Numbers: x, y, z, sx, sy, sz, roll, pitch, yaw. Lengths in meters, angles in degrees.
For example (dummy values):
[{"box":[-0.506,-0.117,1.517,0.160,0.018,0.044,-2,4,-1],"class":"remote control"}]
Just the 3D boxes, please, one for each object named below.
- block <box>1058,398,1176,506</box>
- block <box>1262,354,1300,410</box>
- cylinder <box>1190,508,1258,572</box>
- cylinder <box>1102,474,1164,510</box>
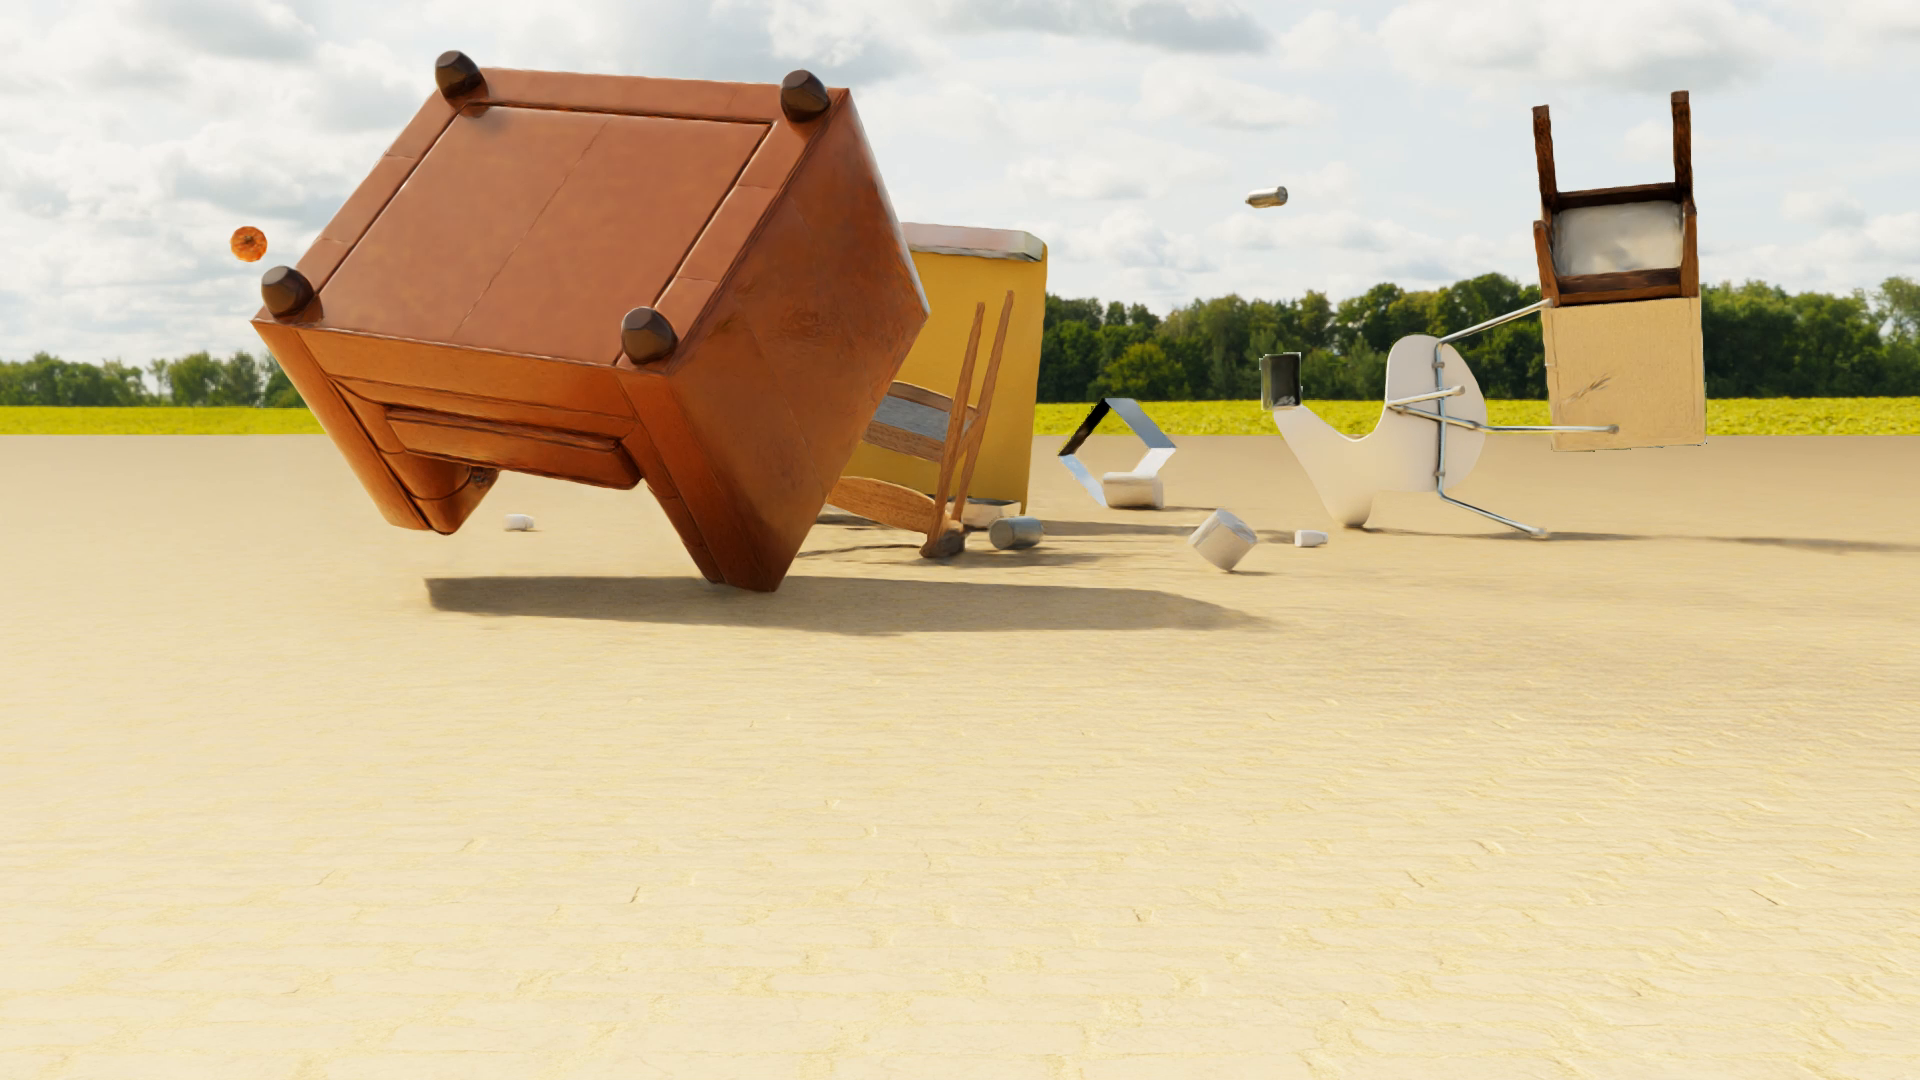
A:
[{"box":[0.603,-0.339,8.458,0.205,0.305,0.281,-5,49,-54],"class":"block"},{"box":[0.792,-0.388,5.423,0.070,0.124,0.126,-3,-1,-1],"class":"block"},{"box":[0.649,0.000,5.406,0.137,0.099,0.100,33,27,-17],"class":"cylinder"},{"box":[0.647,-0.182,8.211,0.201,0.145,0.094,2,34,28],"class":"cylinder"}]
